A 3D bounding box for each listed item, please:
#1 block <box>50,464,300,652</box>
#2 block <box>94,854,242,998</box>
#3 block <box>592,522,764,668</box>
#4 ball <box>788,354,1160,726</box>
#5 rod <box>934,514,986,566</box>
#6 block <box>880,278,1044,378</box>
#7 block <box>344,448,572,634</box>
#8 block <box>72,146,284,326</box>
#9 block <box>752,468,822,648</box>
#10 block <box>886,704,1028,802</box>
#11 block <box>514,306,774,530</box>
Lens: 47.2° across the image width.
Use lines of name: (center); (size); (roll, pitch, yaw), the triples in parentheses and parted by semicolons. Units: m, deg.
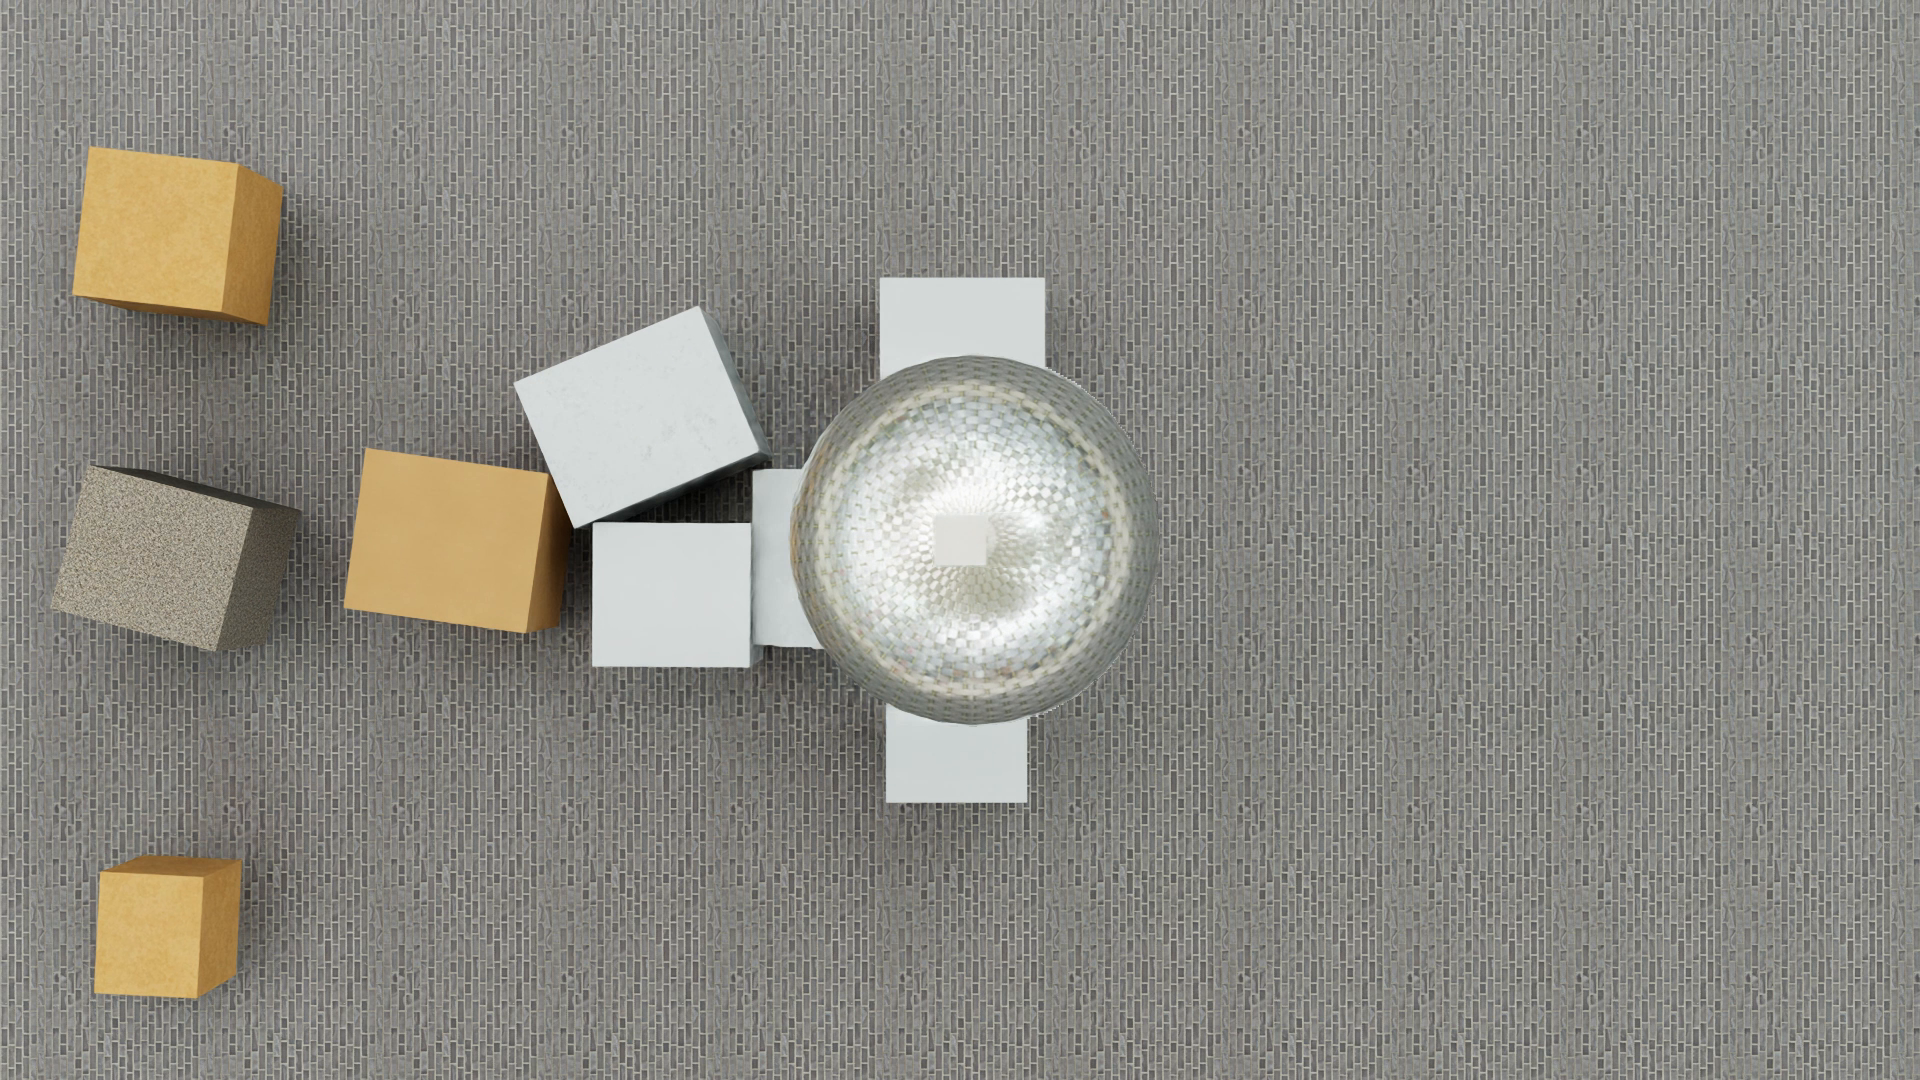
block: (-4.458, 0.099, 12.563); (0.942, 0.875, 0.820); (15, 90, 0)
block: (-4.551, 2.216, 12.668); (0.578, 0.664, 0.682); (3, 90, 0)
block: (-1.595, 0.303, 12.576); (0.870, 0.849, 0.795); (0, 90, 0)
ball: (0.058, 0.000, 9.492); (1.600, 1.600, 1.600); (0, 90, 0)
rod: (0.025, 0.000, 6.092); (0.080, 5.200, 0.080); (0, 90, 1)
block: (0.013, -0.925, 12.588); (0.912, 0.824, 1.054); (0, 90, 0)
block: (-2.812, 0.004, 12.514); (1.007, 0.973, 0.883); (8, 90, 0)
block: (-4.459, -1.723, 12.593); (0.831, 0.814, 0.827); (7, 90, 0)
block: (-0.495, 0.100, 12.339); (1.034, 0.840, 0.974); (0, 90, -44)
block: (-0.019, 1.024, 12.583); (0.779, 0.834, 0.856); (0, 90, 0)
block: (-1.776, -0.674, 12.533); (1.102, 0.934, 0.867); (-23, 90, 0)
